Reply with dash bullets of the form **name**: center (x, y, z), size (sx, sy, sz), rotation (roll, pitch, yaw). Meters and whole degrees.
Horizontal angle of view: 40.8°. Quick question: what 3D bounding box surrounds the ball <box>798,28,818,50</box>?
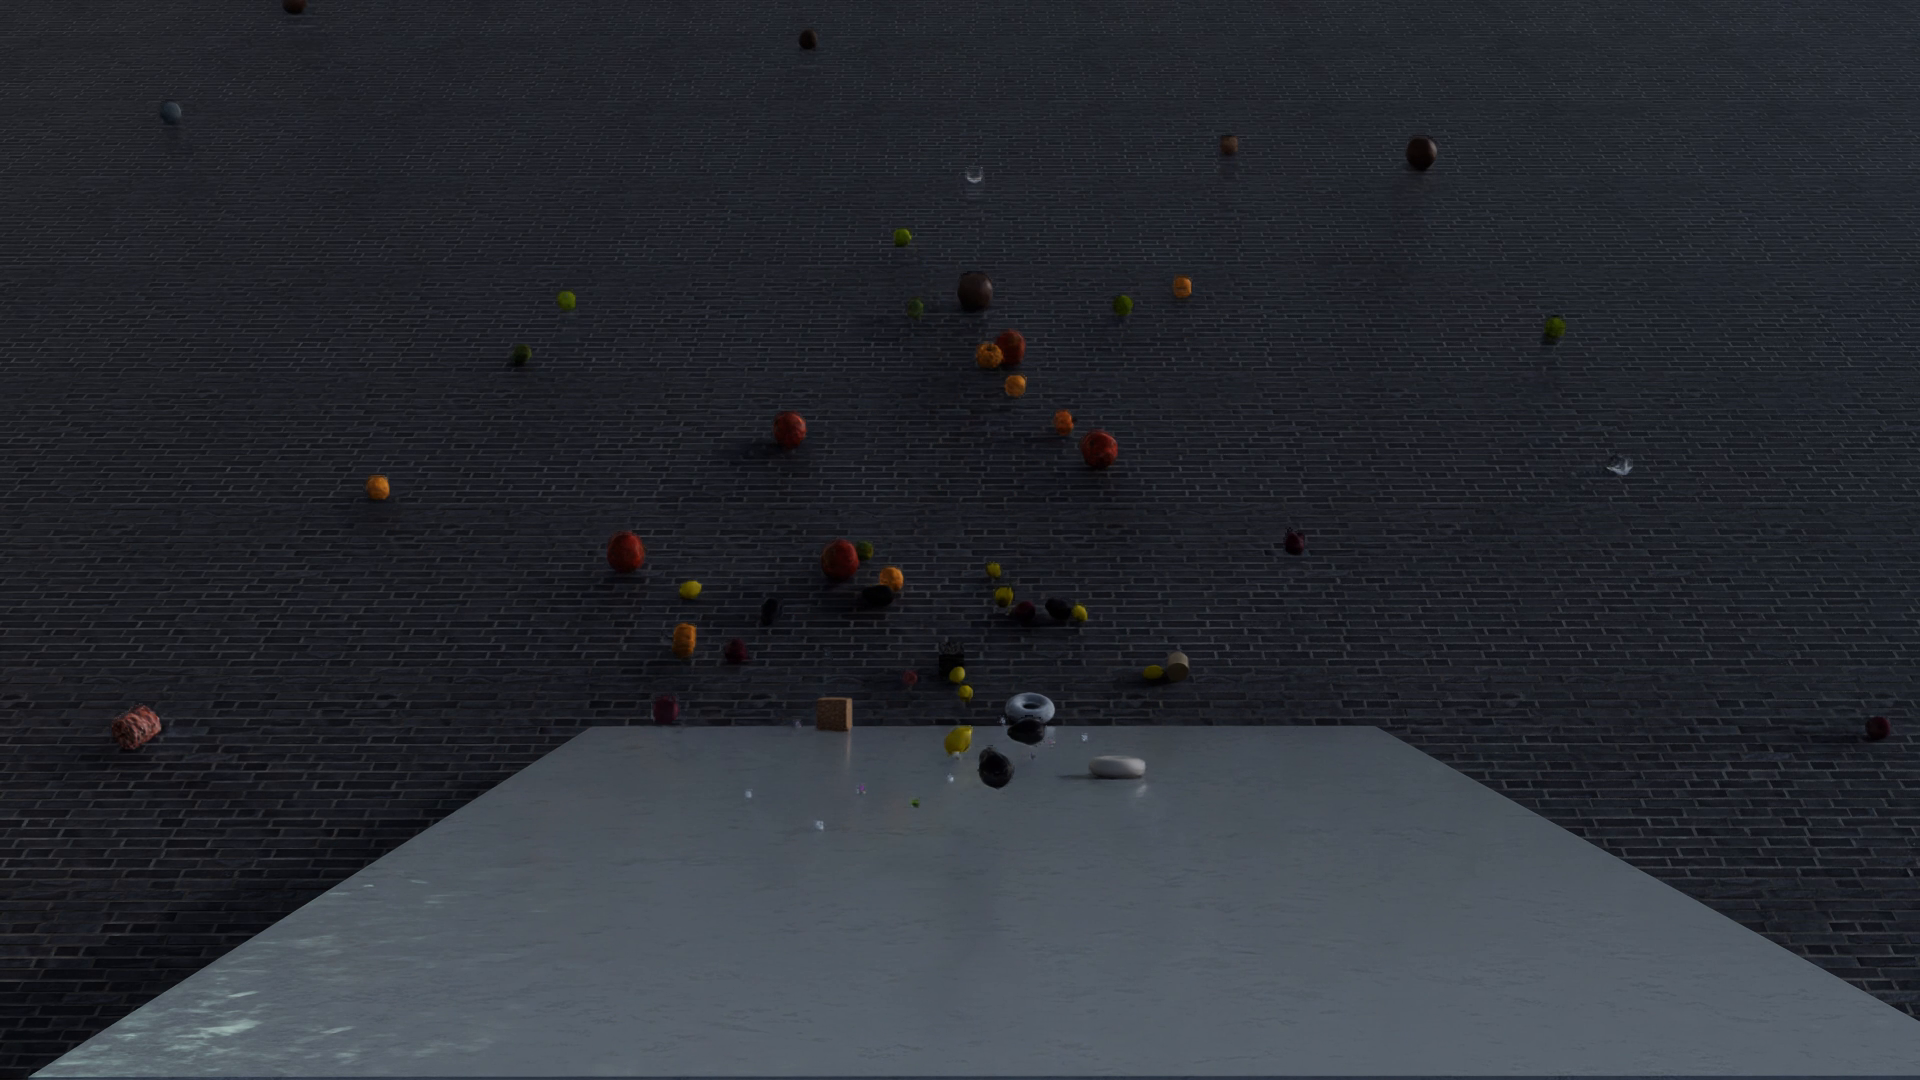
- **ball**: center (-0.714, -2.360, 12.160), size (0.095, 0.095, 0.095), rotation (0, 27, 0)

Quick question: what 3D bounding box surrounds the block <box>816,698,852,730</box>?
- **block**: center (-0.317, 0.439, 6.516), size (0.076, 0.076, 0.076), rotation (0, 1, 8)

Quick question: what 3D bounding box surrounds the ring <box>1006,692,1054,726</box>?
- **ring**: center (0.184, 0.445, 6.799), size (0.131, 0.044, 0.131), rotation (1, 26, -1)

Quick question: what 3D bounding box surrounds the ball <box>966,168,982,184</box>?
- **ball**: center (0.059, -1.483, 10.500), size (0.065, 0.065, 0.065), rotation (0, 27, 0)

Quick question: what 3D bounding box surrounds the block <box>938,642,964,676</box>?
- **block**: center (-0.024, 0.323, 7.008), size (0.068, 0.068, 0.068), rotation (0, 27, -1)

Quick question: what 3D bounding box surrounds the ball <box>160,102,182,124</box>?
- **ball**: center (-3.420, -1.852, 11.183), size (0.091, 0.091, 0.091), rotation (0, 27, 0)

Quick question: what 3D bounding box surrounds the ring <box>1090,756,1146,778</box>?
- **ring**: center (0.331, 0.475, 5.398), size (0.118, 0.039, 0.118), rotation (1, 0, 0)

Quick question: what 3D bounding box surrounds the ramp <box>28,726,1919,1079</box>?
- **ramp**: center (0.062, 0.557, 4.594), size (2.000, 0.100, 4.000), rotation (0, 1, 0)

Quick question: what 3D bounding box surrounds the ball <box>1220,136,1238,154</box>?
- **ball**: center (1.127, -1.653, 10.818), size (0.074, 0.074, 0.074), rotation (0, 27, 0)
